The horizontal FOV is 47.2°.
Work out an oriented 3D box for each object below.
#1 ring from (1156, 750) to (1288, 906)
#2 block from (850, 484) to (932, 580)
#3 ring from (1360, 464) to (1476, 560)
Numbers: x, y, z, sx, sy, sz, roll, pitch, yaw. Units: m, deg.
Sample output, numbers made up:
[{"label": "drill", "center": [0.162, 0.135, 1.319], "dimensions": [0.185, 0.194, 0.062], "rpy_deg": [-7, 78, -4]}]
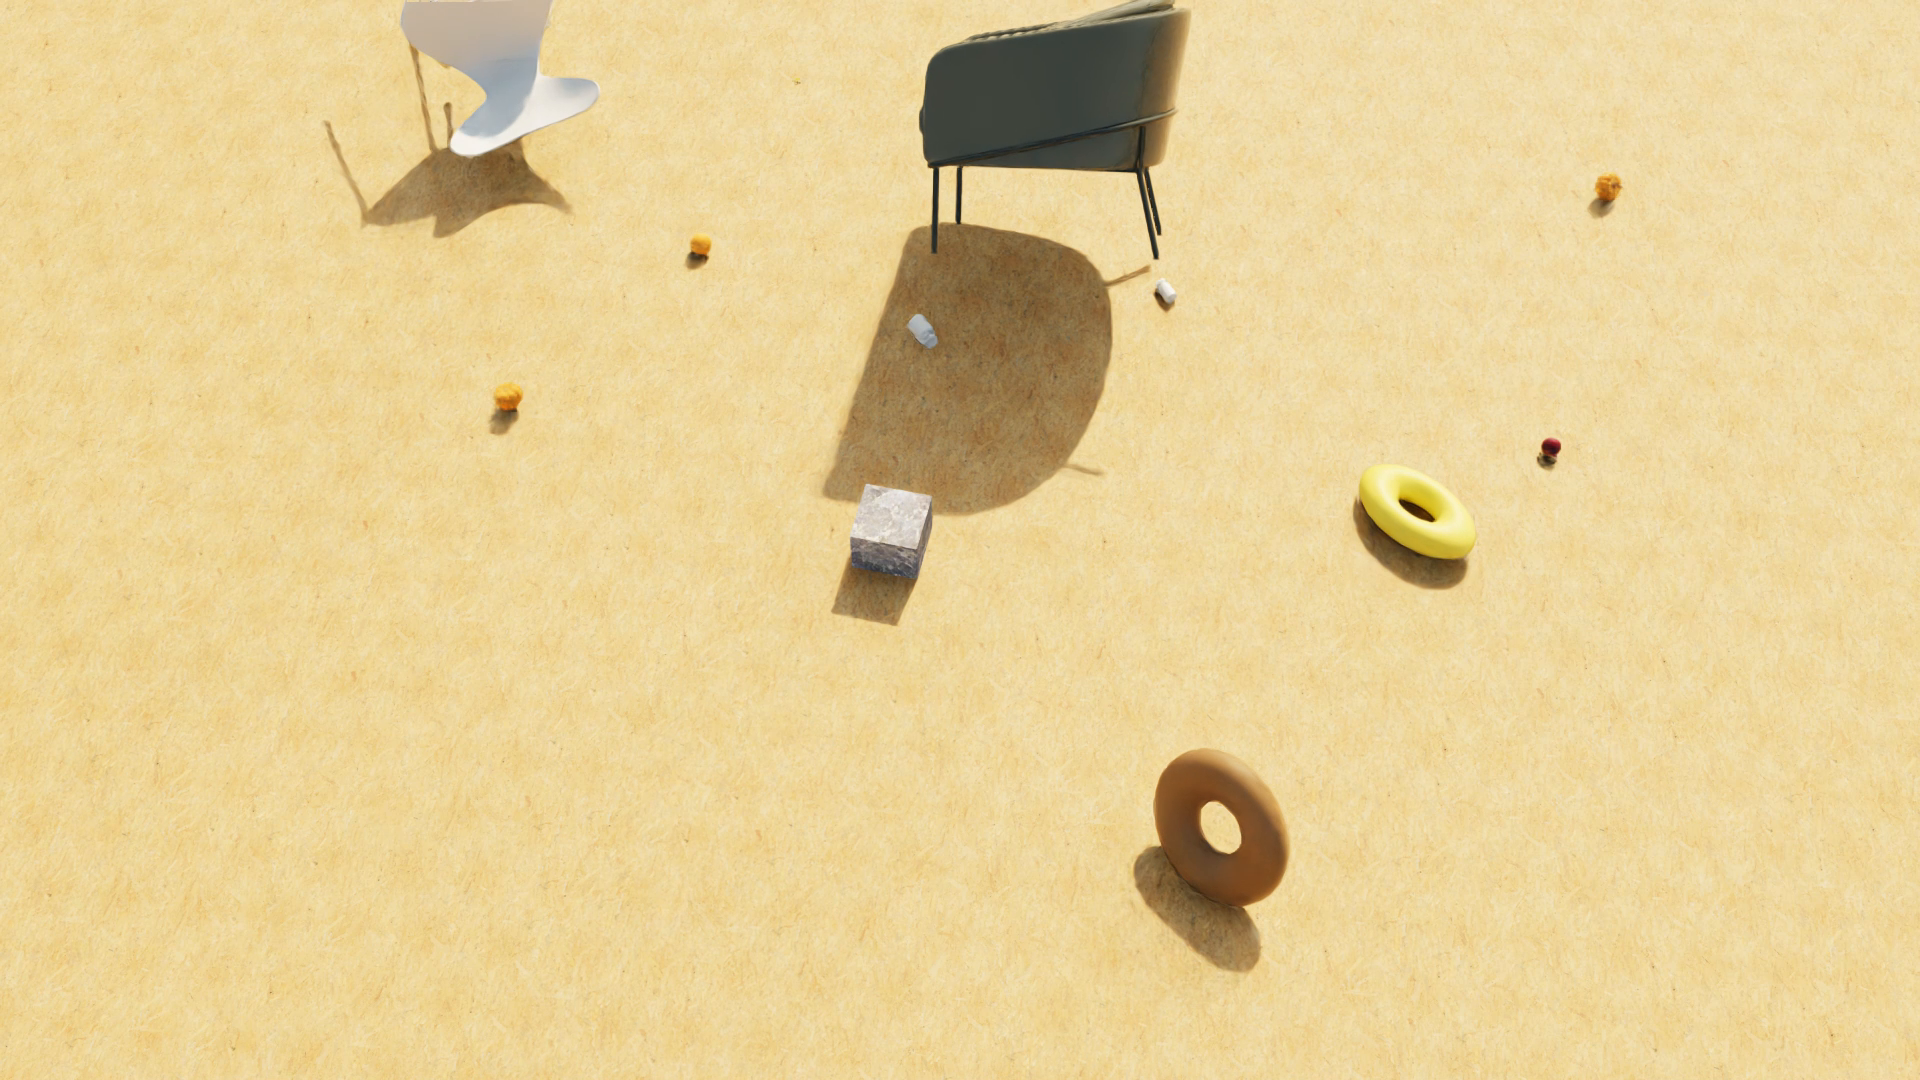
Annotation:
[{"label": "ring", "center": [0.694, 0.767, 5.866], "dimensions": [0.105, 0.373, 0.441], "rpy_deg": [-15, 73, -55]}, {"label": "block", "center": [-0.201, -0.025, 6.493], "dimensions": [0.200, 0.162, 0.193], "rpy_deg": [11, 57, 7]}, {"label": "ring", "center": [1.366, -0.085, 6.567], "dimensions": [0.235, 0.105, 0.405], "rpy_deg": [-37, 61, -25]}]
